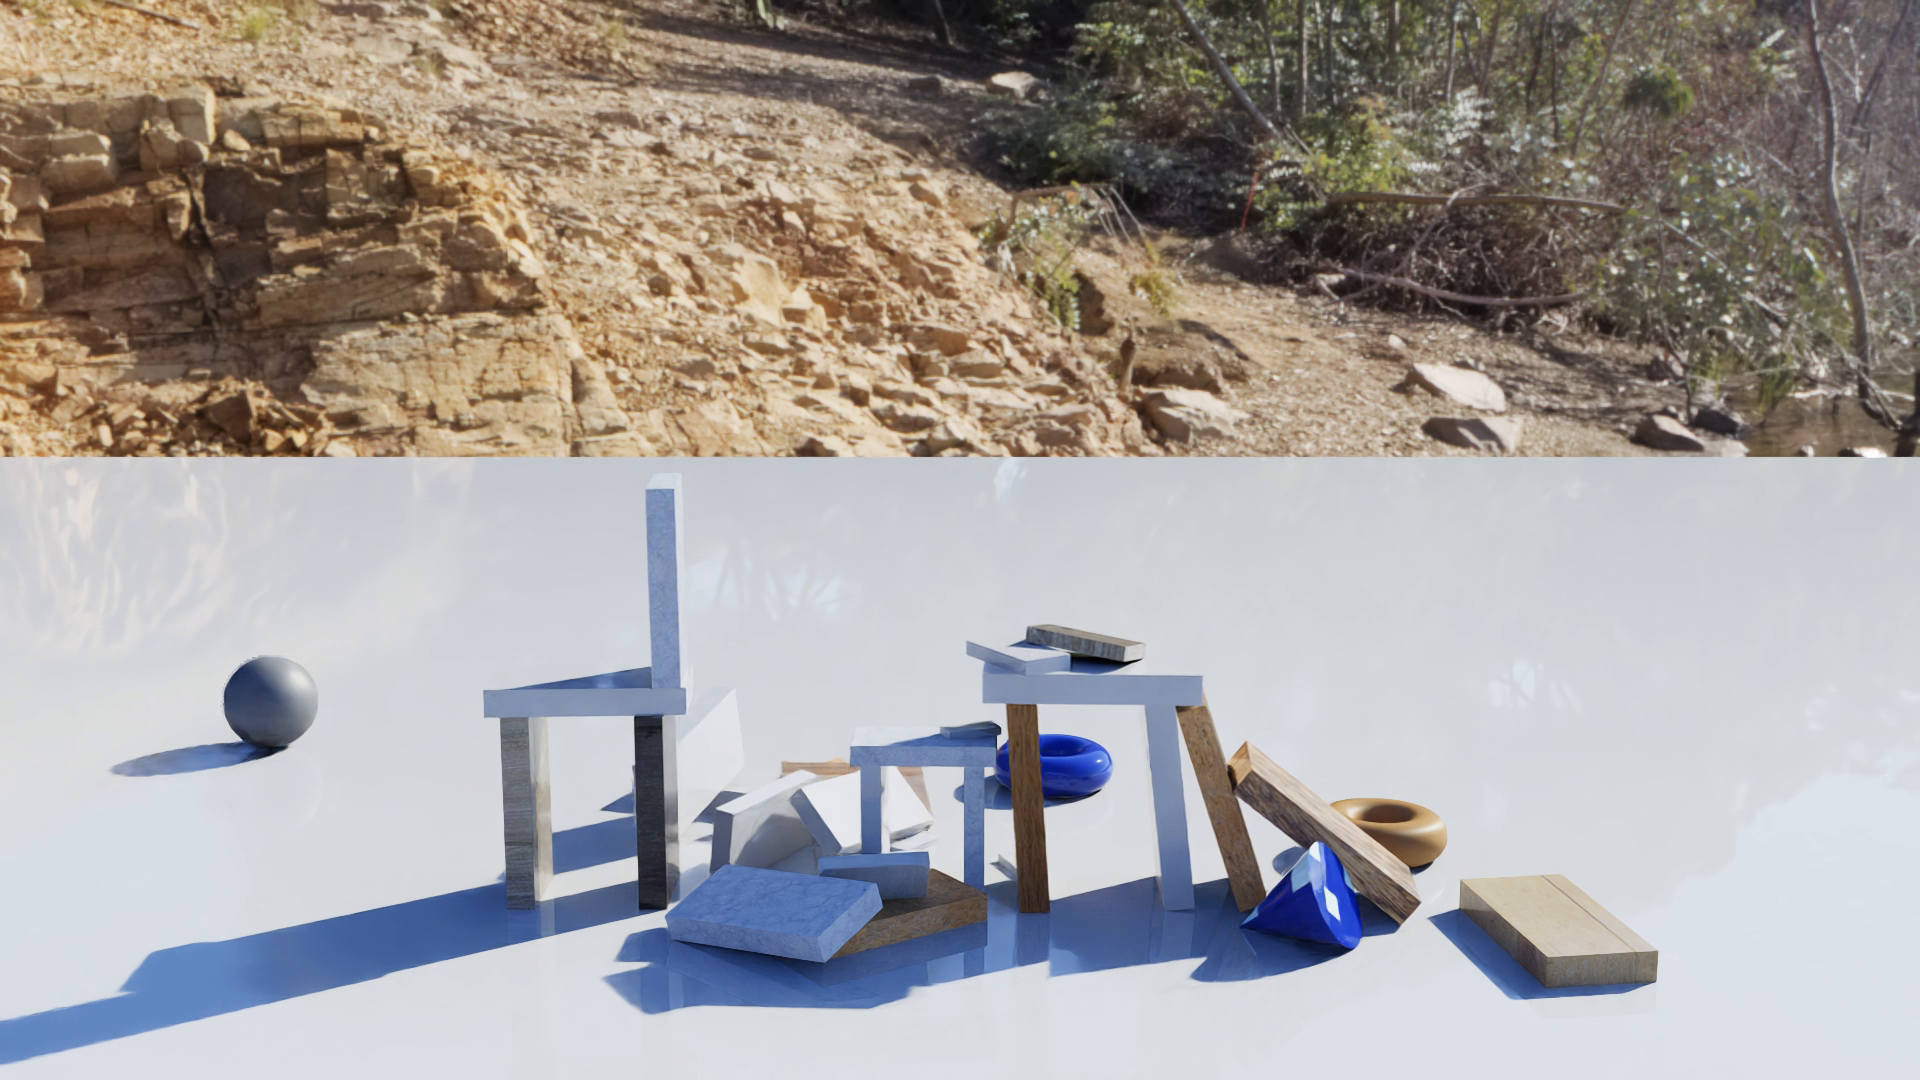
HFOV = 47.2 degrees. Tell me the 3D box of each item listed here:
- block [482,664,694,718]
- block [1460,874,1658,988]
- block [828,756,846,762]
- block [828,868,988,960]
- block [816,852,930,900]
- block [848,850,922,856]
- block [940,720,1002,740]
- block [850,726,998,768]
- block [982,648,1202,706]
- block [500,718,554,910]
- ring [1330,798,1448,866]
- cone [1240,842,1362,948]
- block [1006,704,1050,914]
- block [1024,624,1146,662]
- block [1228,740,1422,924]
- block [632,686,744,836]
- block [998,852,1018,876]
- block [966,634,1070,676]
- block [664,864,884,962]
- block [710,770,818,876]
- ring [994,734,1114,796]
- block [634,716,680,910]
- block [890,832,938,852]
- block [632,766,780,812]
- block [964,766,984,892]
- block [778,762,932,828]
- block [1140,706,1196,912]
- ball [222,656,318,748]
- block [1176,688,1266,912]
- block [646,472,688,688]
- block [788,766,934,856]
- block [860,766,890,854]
[{"bbox_3d":[-0.607,0.247,3.616,0.324,0.046,0.162,-1,11,-3],"label":"block"},{"bbox_3d":[0.929,0.607,3.440,0.174,0.049,0.348,-2,11,-9],"label":"block"},{"bbox_3d":[-0.189,0.458,4.120,0.142,0.020,0.071,30,19,14],"label":"block"},{"bbox_3d":[-0.127,0.596,3.517,0.311,0.044,0.155,-7,13,-34],"label":"block"},{"bbox_3d":[-0.139,0.535,3.487,0.175,0.087,0.025,-2,44,-9],"label":"block"},{"bbox_3d":[-0.130,0.559,3.783,0.142,0.020,0.071,-2,11,-12],"label":"block"},{"bbox_3d":[0.018,0.315,3.636,0.092,0.013,0.046,-4,11,-22],"label":"block"},{"bbox_3d":[-0.058,0.340,3.624,0.237,0.034,0.118,0,11,2],"label":"block"},{"bbox_3d":[0.215,0.222,3.583,0.350,0.050,0.175,0,11,3],"label":"block"},{"bbox_3d":[-0.717,0.430,3.643,0.046,0.324,0.162,0,11,0],"label":"block"},{"bbox_3d":[0.735,0.514,3.862,0.238,0.079,0.238,1,9,0],"label":"ring"},{"bbox_3d":[0.516,0.587,3.475,0.173,0.173,0.173,-25,-1,26],"label":"cone"},{"bbox_3d":[0.112,0.418,3.631,0.050,0.350,0.175,-4,10,2],"label":"block"},{"bbox_3d":[0.206,0.167,3.598,0.177,0.025,0.087,11,6,27],"label":"block"},{"bbox_3d":[0.593,0.475,3.595,0.348,0.049,0.174,38,11,-3],"label":"block"},{"bbox_3d":[-0.492,0.411,4.014,0.046,0.162,0.325,3,23,20],"label":"block"},{"bbox_3d":[0.105,0.559,3.798,0.046,0.013,0.092,-4,11,-21],"label":"block"},{"bbox_3d":[0.094,0.186,3.575,0.087,0.025,0.175,-7,12,-32],"label":"block"},{"bbox_3d":[-0.291,0.578,3.420,0.311,0.044,0.155,1,25,36],"label":"block"},{"bbox_3d":[-0.337,0.496,3.804,0.037,0.131,0.263,13,15,27],"label":"block"},{"bbox_3d":[0.181,0.438,4.277,0.237,0.079,0.237,1,11,0],"label":"ring"},{"bbox_3d":[-0.501,0.430,3.644,0.046,0.324,0.162,0,11,0],"label":"block"},{"bbox_3d":[-0.085,0.540,3.901,0.046,0.013,0.092,8,13,35],"label":"block"},{"bbox_3d":[-0.406,0.475,4.164,0.395,0.046,0.162,4,11,20],"label":"block"},{"bbox_3d":[0.023,0.474,3.646,0.034,0.237,0.118,0,11,0],"label":"block"},{"bbox_3d":[-0.193,0.466,4.020,0.263,0.037,0.131,3,37,-14],"label":"block"},{"bbox_3d":[0.340,0.416,3.640,0.050,0.350,0.175,-6,10,1],"label":"block"},{"bbox_3d":[-1.421,0.333,4.534,0.189,0.189,0.189,0,11,0],"label":"ball"},{"bbox_3d":[0.429,0.420,3.638,0.049,0.348,0.174,-17,9,6],"label":"block"},{"bbox_3d":[-0.477,0.064,3.585,0.046,0.325,0.162,-1,11,-3],"label":"block"},{"bbox_3d":[-0.172,0.475,3.871,0.263,0.037,0.131,-8,55,-54],"label":"block"},{"bbox_3d":[-0.141,0.472,3.657,0.034,0.237,0.118,1,11,4],"label":"block"}]
